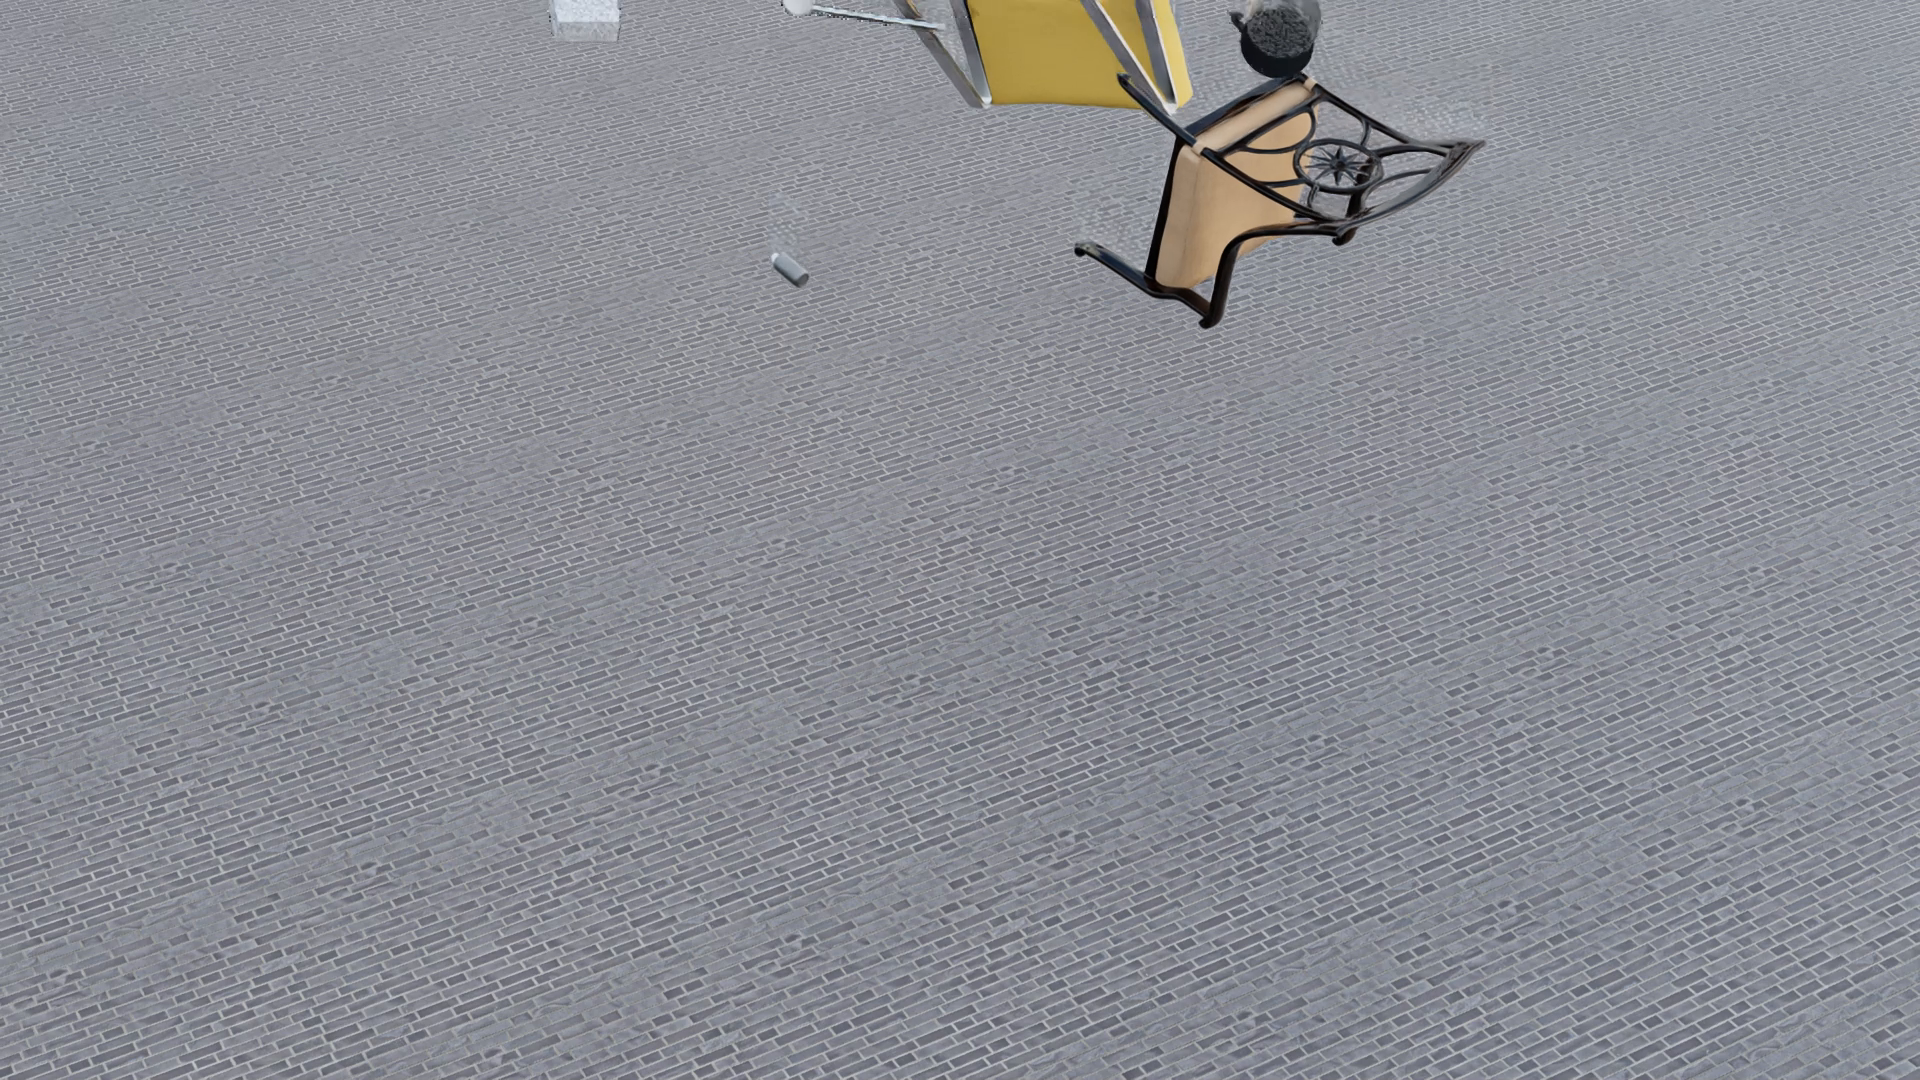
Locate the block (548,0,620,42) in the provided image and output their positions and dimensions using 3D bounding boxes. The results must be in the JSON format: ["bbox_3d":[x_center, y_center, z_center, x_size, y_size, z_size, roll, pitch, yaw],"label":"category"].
[{"bbox_3d":[-1.135,-1.602,8.840,0.187,0.093,0.175,-4,62,-16],"label":"block"}]

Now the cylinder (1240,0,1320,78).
[{"bbox_3d":[0.876,-1.395,8.003,0.201,0.192,0.223,42,31,-13],"label":"cylinder"}]
